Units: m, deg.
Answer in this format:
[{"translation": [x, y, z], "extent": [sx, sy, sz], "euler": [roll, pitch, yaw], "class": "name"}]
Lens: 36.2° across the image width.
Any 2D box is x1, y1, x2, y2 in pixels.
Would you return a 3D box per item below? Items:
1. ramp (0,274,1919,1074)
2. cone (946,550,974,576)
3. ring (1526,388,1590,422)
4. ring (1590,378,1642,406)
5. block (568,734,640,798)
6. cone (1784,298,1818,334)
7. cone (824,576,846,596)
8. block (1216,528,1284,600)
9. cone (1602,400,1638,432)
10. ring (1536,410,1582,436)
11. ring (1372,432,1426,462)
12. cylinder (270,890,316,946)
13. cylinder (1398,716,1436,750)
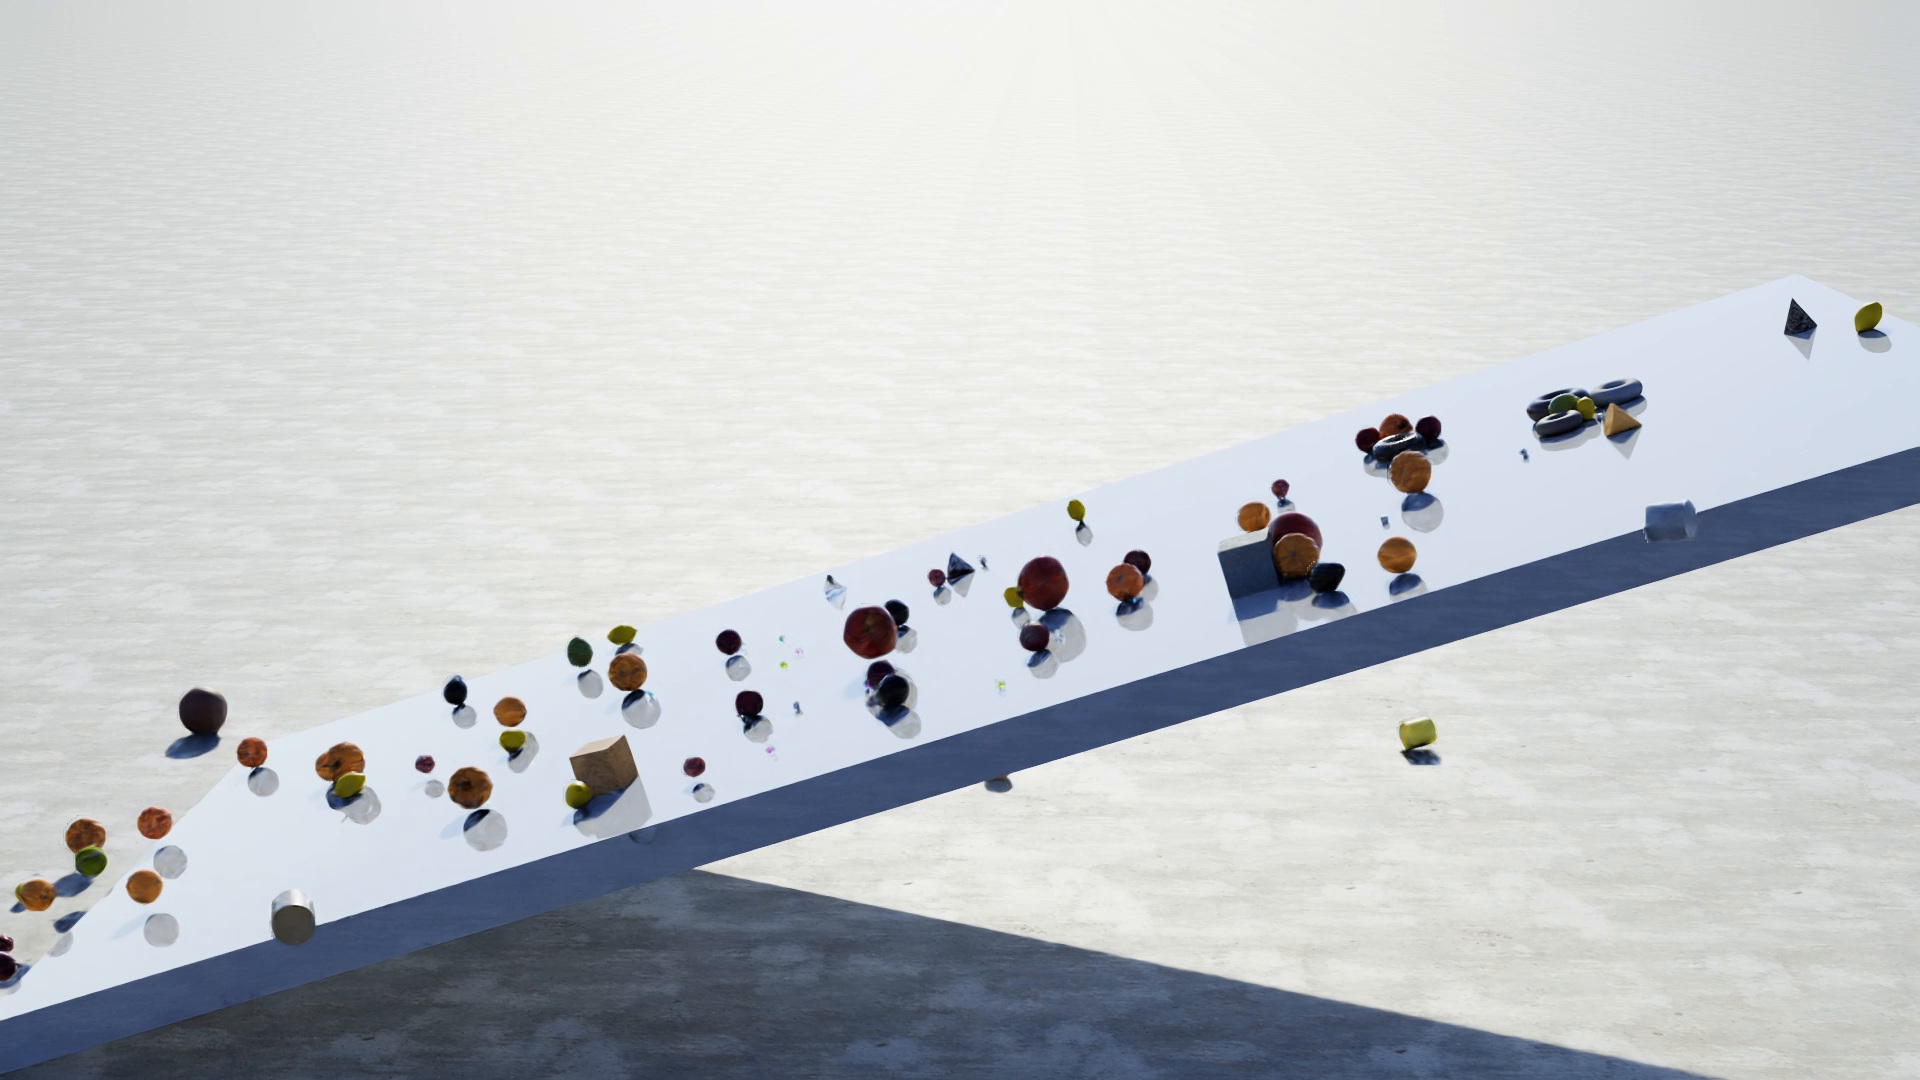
[{"translation": [0.099, 0.183, 6.312], "extent": [4.000, 0.100, 2.000], "euler": [-17, 10, 5], "class": "ramp"}, {"translation": [0.007, 0.063, 6.744], "extent": [0.063, 0.063, 0.063], "euler": [18, 12, -1], "class": "cone"}, {"translation": [1.296, -0.293, 6.368], "extent": [0.141, 0.047, 0.141], "euler": [-17, 9, 3], "class": "ring"}, {"translation": [1.410, -0.317, 6.323], "extent": [0.116, 0.039, 0.116], "euler": [-17, 11, 3], "class": "ring"}, {"translation": [-0.699, 0.444, 5.774], "extent": [0.087, 0.087, 0.087], "euler": [-14, 11, 21], "class": "block"}, {"translation": [1.833, -0.497, 6.446], "extent": [0.074, 0.074, 0.074], "euler": [-17, 10, 3], "class": "cone"}, {"translation": [-0.290, 0.113, 7.001], "extent": [0.050, 0.050, 0.050], "euler": [7, 7, -28], "class": "cone"}, {"translation": [0.562, 0.046, 5.691], "extent": [0.098, 0.098, 0.098], "euler": [-16, 11, 13], "class": "block"}, {"translation": [1.363, -0.241, 6.019], "extent": [0.072, 0.072, 0.072], "euler": [19, 8, -11], "class": "cone"}, {"translation": [1.265, -0.246, 6.208], "extent": [0.101, 0.034, 0.101], "euler": [-18, 9, 3], "class": "ring"}, {"translation": [0.968, -0.205, 6.484], "extent": [0.121, 0.040, 0.121], "euler": [-16, 11, 3], "class": "ring"}, {"translation": [-1.226, 0.693, 5.406], "extent": [0.080, 0.080, 0.080], "euler": [-3, 14, -14], "class": "cylinder"}, {"translation": [1.211, 0.511, 7.781], "extent": [0.073, 0.073, 0.073], "euler": [-14, 15, -18], "class": "cylinder"}]
